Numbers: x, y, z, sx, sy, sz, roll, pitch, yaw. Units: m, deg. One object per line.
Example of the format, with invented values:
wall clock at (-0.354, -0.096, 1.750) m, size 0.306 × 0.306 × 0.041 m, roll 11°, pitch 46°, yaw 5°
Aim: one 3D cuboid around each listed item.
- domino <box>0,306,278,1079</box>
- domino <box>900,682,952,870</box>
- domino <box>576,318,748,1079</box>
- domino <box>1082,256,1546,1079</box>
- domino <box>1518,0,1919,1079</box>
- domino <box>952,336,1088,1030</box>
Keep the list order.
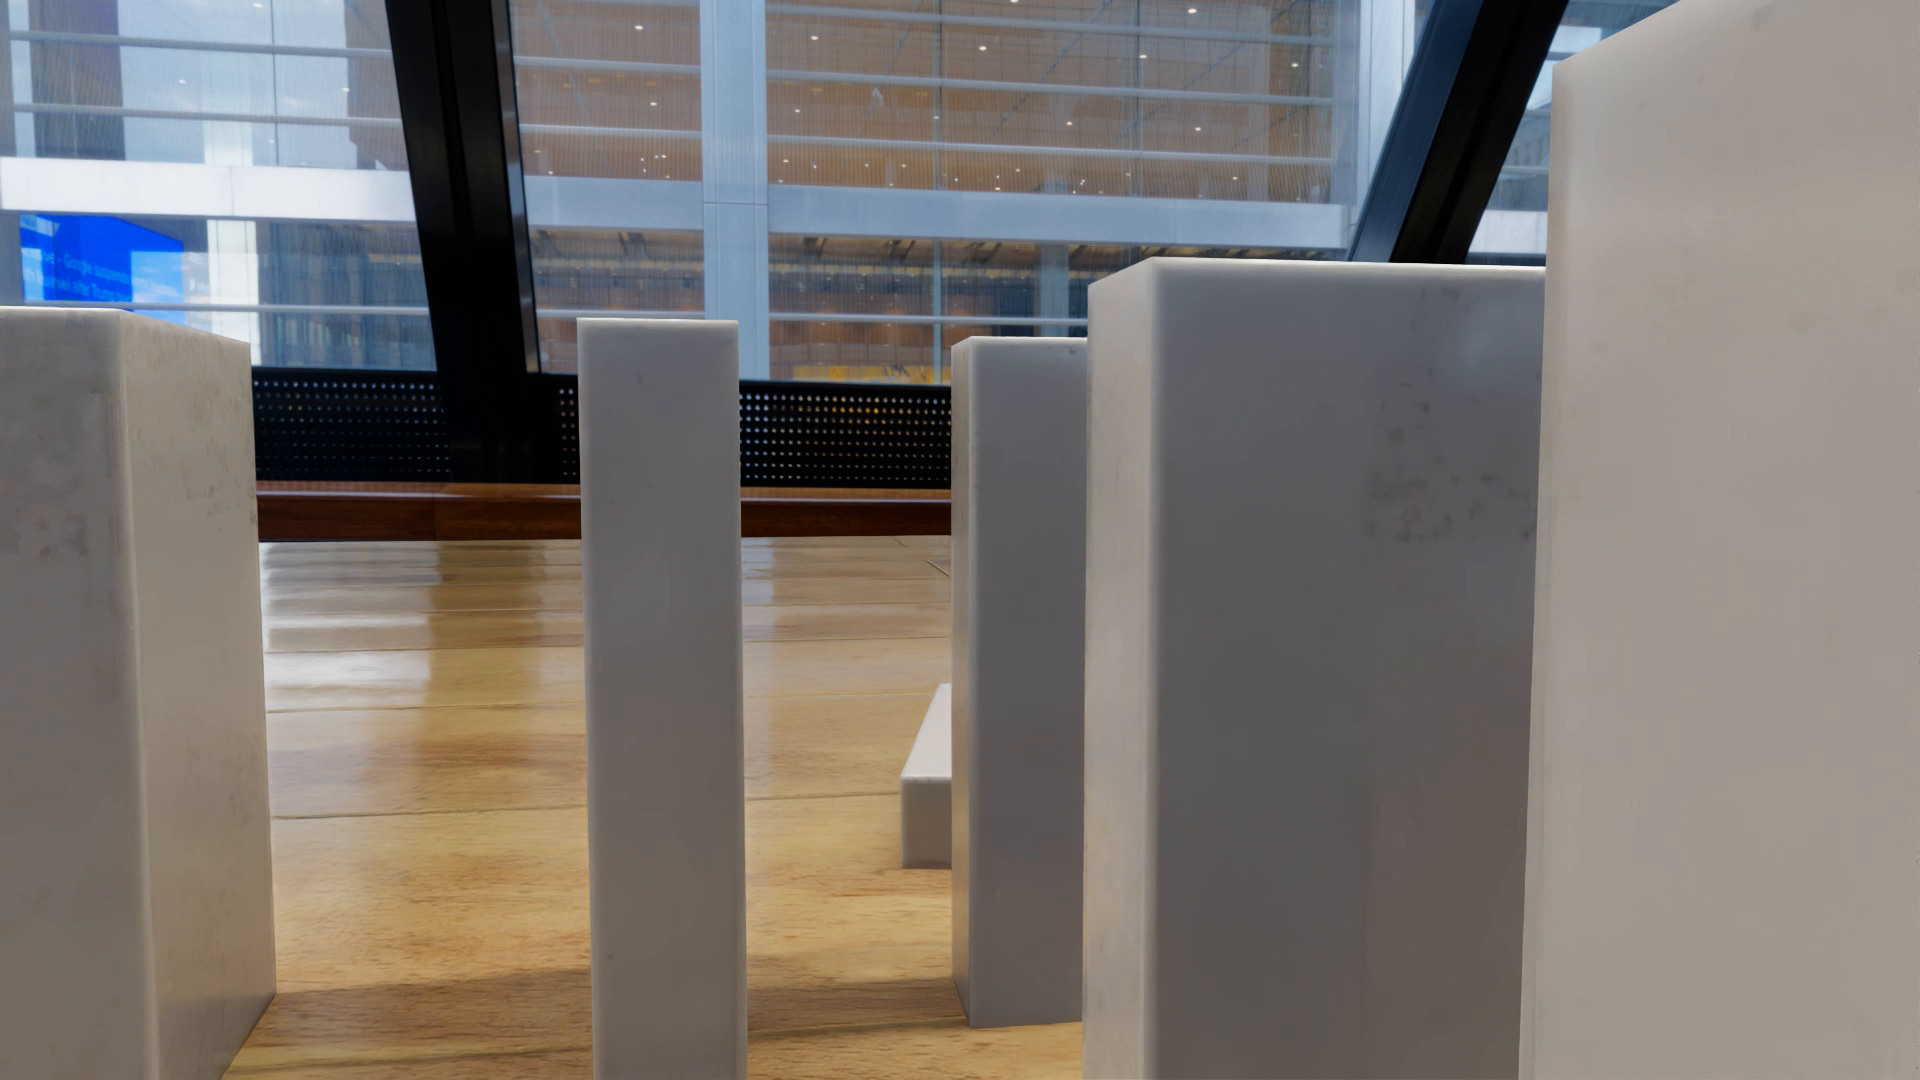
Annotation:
domino at (-0.054, 0.011, 0.084) m, size 0.010 × 0.050 × 0.025 m, roll -1°, pitch 4°, yaw -14°
domino at (0.008, 0.026, 0.152) m, size 0.025 × 0.010 × 0.050 m, roll 0°, pitch 4°, yaw 4°
domino at (-0.020, 0.011, 0.091) m, size 0.010 × 0.050 × 0.025 m, roll -1°, pitch 4°, yaw -11°
domino at (0.019, 0.013, 0.060) m, size 0.025 × 0.050 × 0.009 m, roll -1°, pitch 4°, yaw -10°
domino at (0.025, 0.016, 0.024) m, size 0.025 × 0.050 × 0.009 m, roll -1°, pitch 4°, yaw -7°
domino at (0.012, 0.010, 0.098) m, size 0.025 × 0.050 × 0.010 m, roll -1°, pitch 4°, yaw -9°
